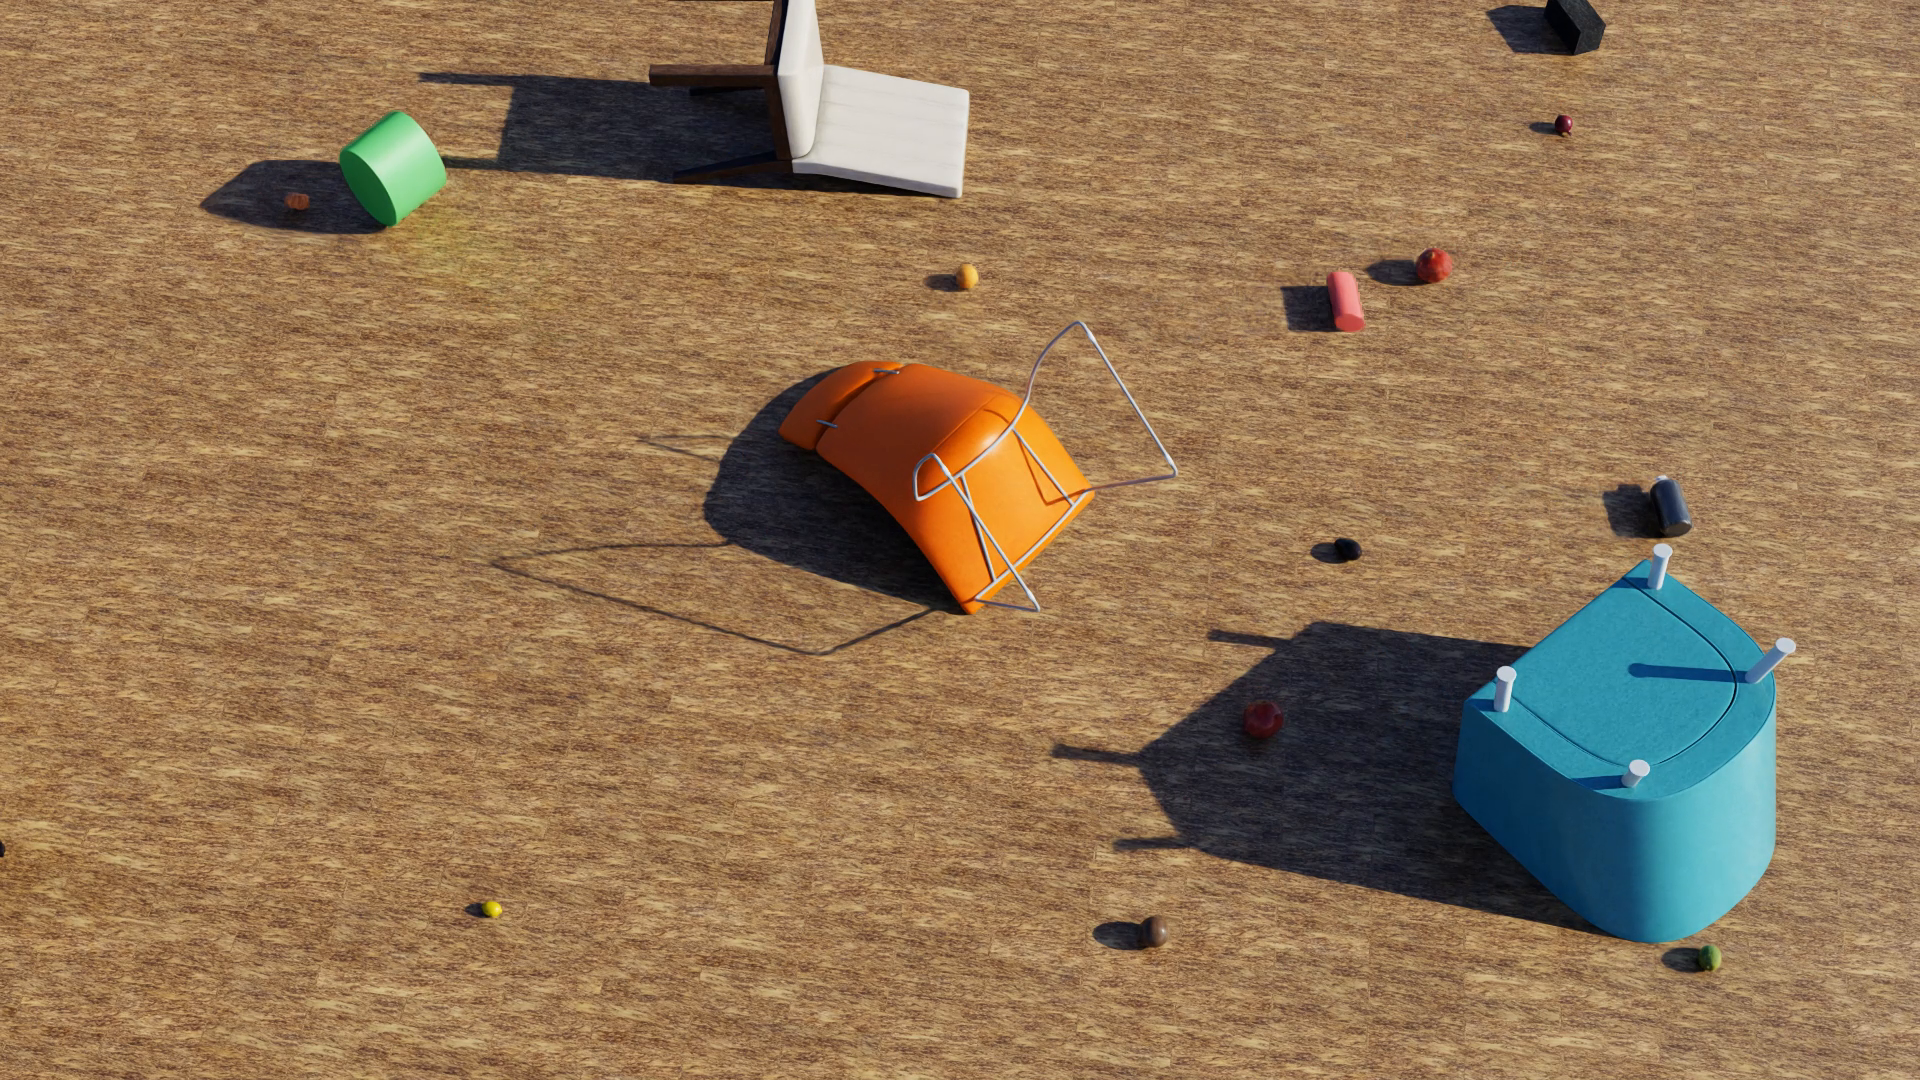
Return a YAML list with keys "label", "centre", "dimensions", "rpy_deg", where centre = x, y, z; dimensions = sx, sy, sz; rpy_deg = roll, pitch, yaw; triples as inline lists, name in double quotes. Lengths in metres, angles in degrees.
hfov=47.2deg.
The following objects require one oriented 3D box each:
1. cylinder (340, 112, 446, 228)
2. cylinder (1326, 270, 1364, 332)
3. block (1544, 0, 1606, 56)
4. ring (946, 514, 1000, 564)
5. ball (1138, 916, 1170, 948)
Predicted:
- label: "cylinder"
  centre: [-1.854, -1.213, 7.197]
  dimensions: [0.243, 0.318, 0.222]
  rpy_deg: [31, 61, 25]
- label: "cylinder"
  centre: [1.231, -0.763, 7.032]
  dimensions: [0.104, 0.077, 0.180]
  rpy_deg: [23, 47, -35]
- label: "block"
  centre: [2.160, -1.828, 7.733]
  dimensions: [0.100, 0.113, 0.218]
  rpy_deg: [-17, 58, -11]
- label: "ring"
  centre: [0.036, -0.003, 6.539]
  dimensions: [0.162, 0.063, 0.160]
  rpy_deg: [-20, 58, -12]
- label: "ball"
  centre: [0.515, 1.038, 5.827]
  dimensions: [0.083, 0.083, 0.083]
  rpy_deg: [0, 56, 0]
